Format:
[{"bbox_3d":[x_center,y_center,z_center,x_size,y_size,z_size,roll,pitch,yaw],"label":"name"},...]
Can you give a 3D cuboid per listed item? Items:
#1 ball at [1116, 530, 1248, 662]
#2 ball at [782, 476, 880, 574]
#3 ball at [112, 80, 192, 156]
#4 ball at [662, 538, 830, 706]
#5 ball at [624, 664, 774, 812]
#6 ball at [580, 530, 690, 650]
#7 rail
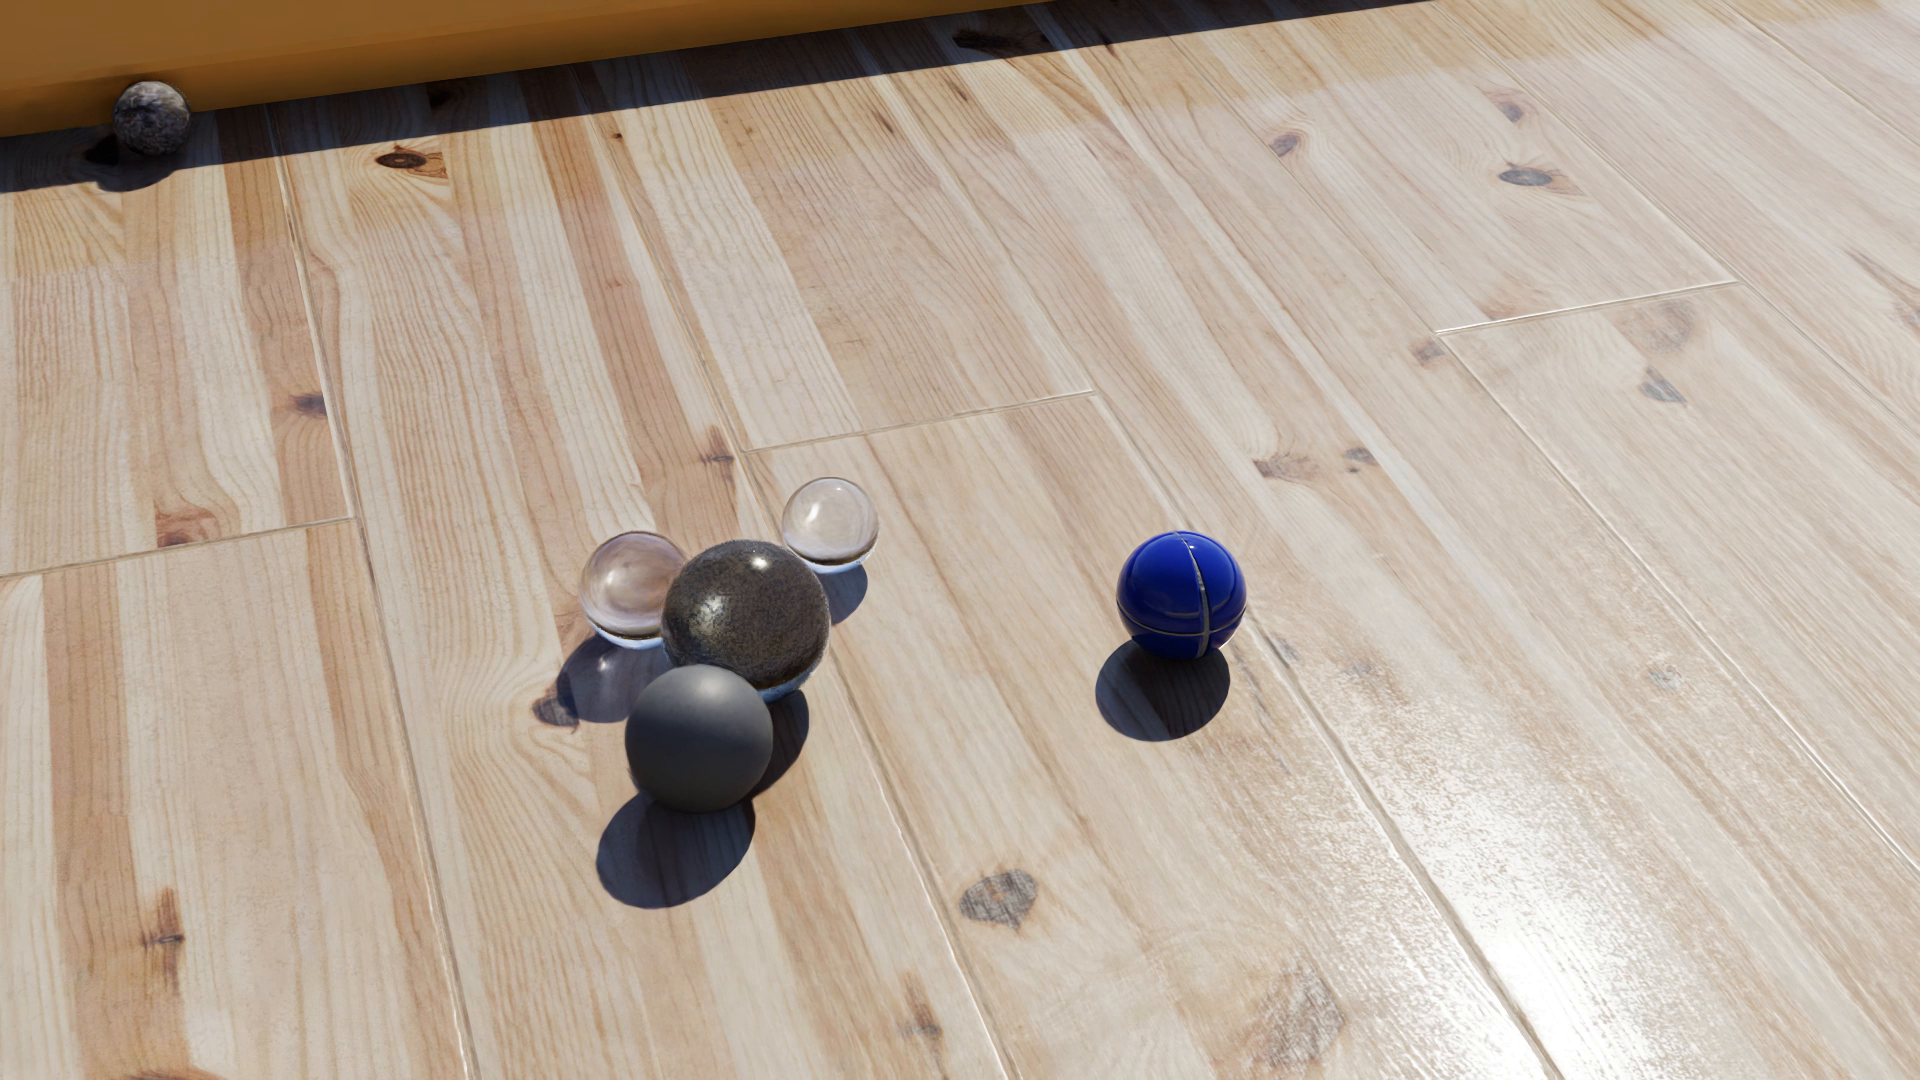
[{"bbox_3d":[0.129,0.032,1.496,0.077,0.077,0.077,0,36,0],"label":"ball"},{"bbox_3d":[-0.079,-0.009,1.567,0.061,0.061,0.061,0,36,0],"label":"ball"},{"bbox_3d":[-0.636,-0.331,2.018,0.059,0.059,0.059,0,36,0],"label":"ball"},{"bbox_3d":[-0.122,0.047,1.458,0.096,0.096,0.096,0,36,0],"label":"ball"},{"bbox_3d":[-0.141,0.107,1.388,0.080,0.080,0.080,0,36,0],"label":"ball"},{"bbox_3d":[-0.188,0.029,1.505,0.071,0.071,0.071,0,36,0],"label":"ball"},{"bbox_3d":[0.451,-0.584,2.313,2.877,0.125,0.045,-10,37,-14],"label":"rail"}]
